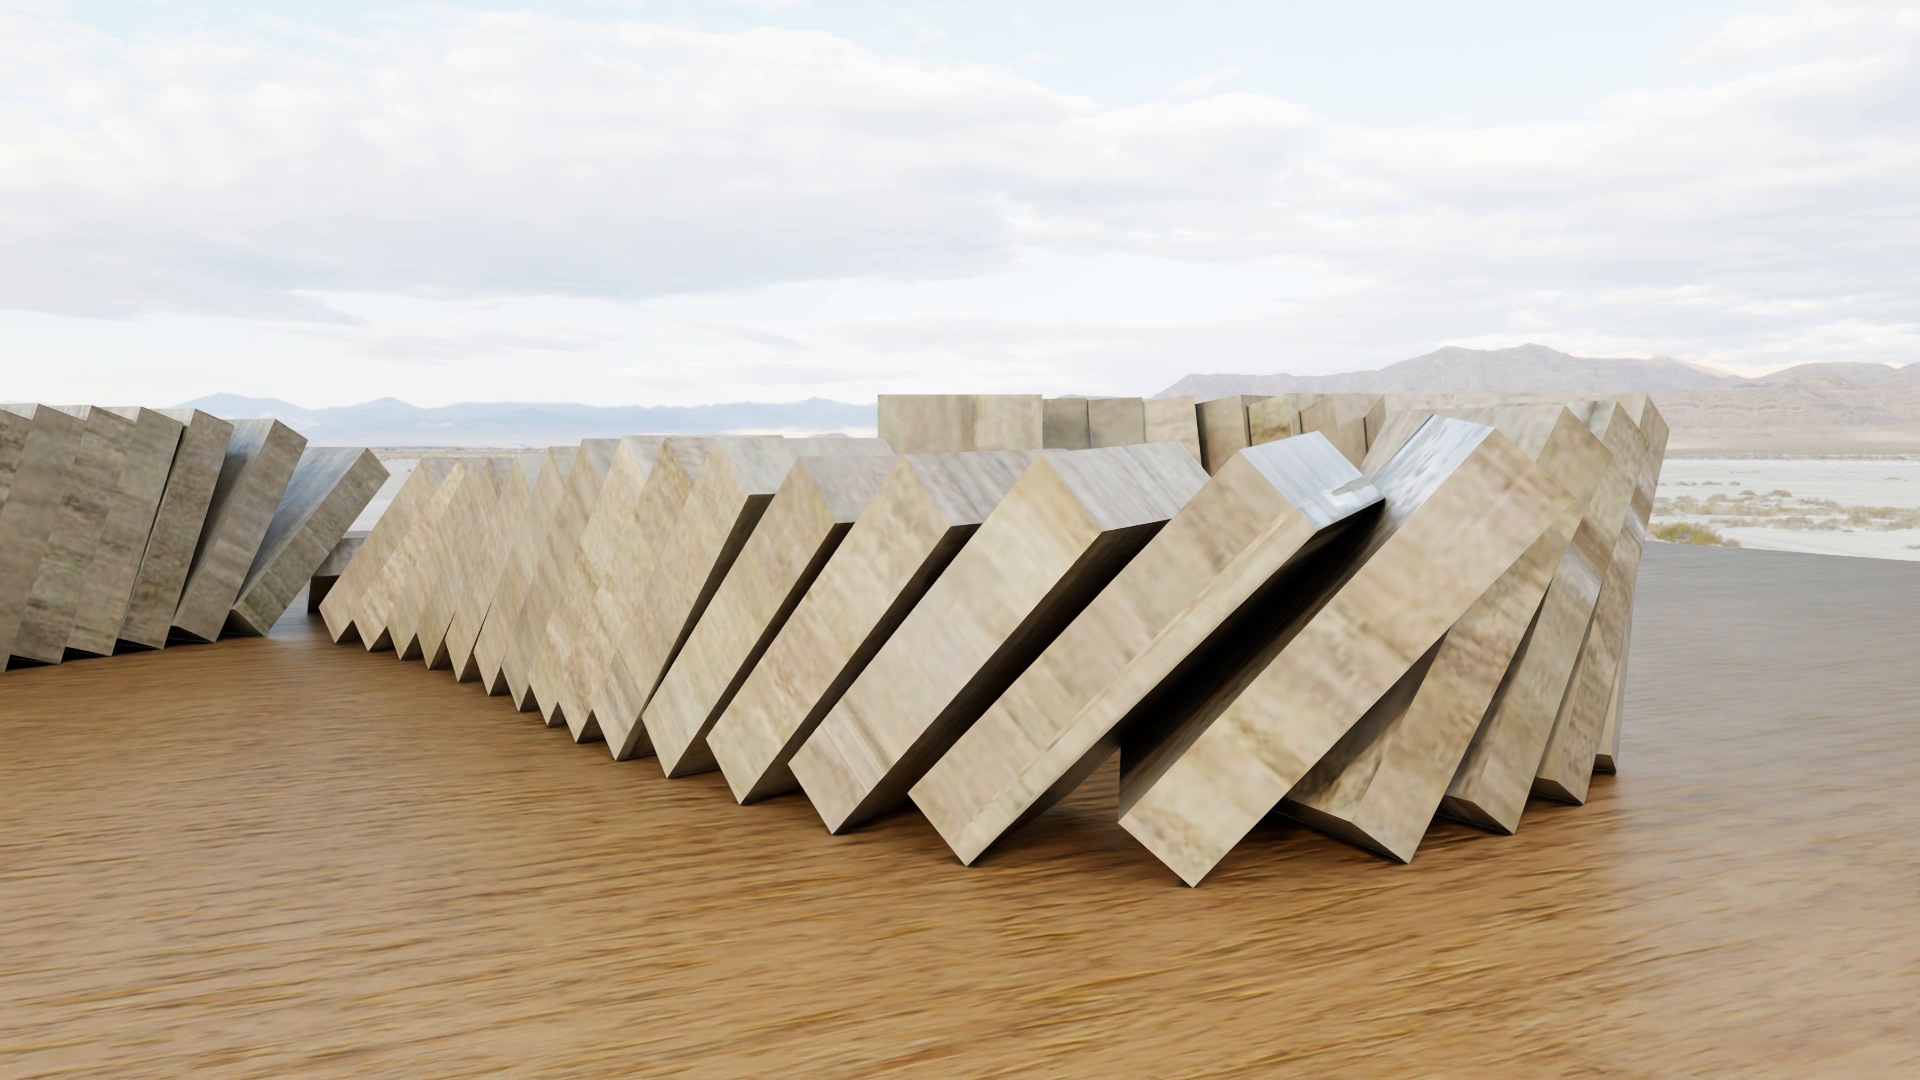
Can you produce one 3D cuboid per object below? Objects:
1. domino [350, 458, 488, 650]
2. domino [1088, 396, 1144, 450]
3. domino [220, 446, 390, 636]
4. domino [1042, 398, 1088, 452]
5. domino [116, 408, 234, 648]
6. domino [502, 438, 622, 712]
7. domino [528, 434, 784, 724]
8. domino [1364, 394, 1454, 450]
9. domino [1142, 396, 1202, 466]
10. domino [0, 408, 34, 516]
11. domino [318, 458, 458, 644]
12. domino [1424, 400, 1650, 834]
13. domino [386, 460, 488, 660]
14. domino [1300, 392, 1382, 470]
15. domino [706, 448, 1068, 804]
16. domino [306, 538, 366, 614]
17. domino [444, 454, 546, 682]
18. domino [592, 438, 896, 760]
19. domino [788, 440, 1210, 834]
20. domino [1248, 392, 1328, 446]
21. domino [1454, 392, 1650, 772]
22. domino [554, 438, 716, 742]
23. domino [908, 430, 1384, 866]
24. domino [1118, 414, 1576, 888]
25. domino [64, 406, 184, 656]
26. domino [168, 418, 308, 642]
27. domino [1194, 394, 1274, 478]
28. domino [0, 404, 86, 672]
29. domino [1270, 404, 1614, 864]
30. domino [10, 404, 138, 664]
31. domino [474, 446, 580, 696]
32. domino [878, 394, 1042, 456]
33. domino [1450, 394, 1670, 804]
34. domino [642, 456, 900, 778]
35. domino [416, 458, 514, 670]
[{"bbox_3d":[-0.101,0.003,0.262,0.050,0.009,0.025,-44,-21,28],"label":"domino"},{"bbox_3d":[0.026,0.000,0.232,0.010,0.050,0.025,-4,5,-10],"label":"domino"},{"bbox_3d":[-0.159,-0.001,0.301,0.025,0.010,0.050,2,49,24],"label":"domino"},{"bbox_3d":[0.012,0.000,0.228,0.009,0.050,0.025,-5,6,-31],"label":"domino"},{"bbox_3d":[-0.175,-0.003,0.274,0.025,0.050,0.009,2,-17,24],"label":"domino"},{"bbox_3d":[-0.052,0.006,0.200,0.025,0.050,0.010,-4,48,-40],"label":"domino"},{"bbox_3d":[-0.044,0.006,0.189,0.025,0.050,0.010,-4,49,-41],"label":"domino"},{"bbox_3d":[0.077,0.003,0.192,0.025,0.050,0.010,0,-17,0],"label":"domino"},{"bbox_3d":[0.040,0.000,0.234,0.010,0.050,0.025,-6,3,10],"label":"domino"},{"bbox_3d":[-0.191,0.000,0.236,0.025,0.050,0.010,2,-16,24],"label":"domino"},{"bbox_3d":[-0.112,0.002,0.272,0.050,0.009,0.025,-44,-21,28],"label":"domino"},{"bbox_3d":[0.061,0.007,0.154,0.010,0.050,0.025,35,-17,-32],"label":"domino"},{"bbox_3d":[-0.090,0.004,0.250,0.025,0.010,0.050,-5,-34,-47],"label":"domino"},{"bbox_3d":[0.072,0.002,0.206,0.025,0.050,0.009,-1,-13,-17],"label":"domino"},{"bbox_3d":[-0.007,0.010,0.148,0.025,0.010,0.050,-6,-37,-45],"label":"domino"},{"bbox_3d":[-0.138,0.008,0.326,0.050,0.010,0.025,-2,-22,-30],"label":"domino"},{"bbox_3d":[-0.070,0.005,0.224,0.025,0.010,0.050,-4,-37,-40],"label":"domino"},{"bbox_3d":[-0.028,0.008,0.169,0.025,0.050,0.010,-4,48,-42],"label":"domino"},{"bbox_3d":[0.005,0.011,0.138,0.025,0.010,0.050,-10,-34,-50],"label":"domino"},{"bbox_3d":[0.065,0.001,0.219,0.025,0.050,0.009,-2,-7,-29],"label":"domino"},{"bbox_3d":[0.078,0.004,0.176,0.025,0.050,0.010,4,-19,32],"label":"domino"},{"bbox_3d":[-0.036,0.007,0.179,0.025,0.050,0.010,-4,48,-42],"label":"domino"},{"bbox_3d":[0.019,0.011,0.130,0.010,0.050,0.025,49,28,15],"label":"domino"},{"bbox_3d":[0.036,0.010,0.130,0.010,0.050,0.025,41,11,0],"label":"domino"},{"bbox_3d":[-0.180,-0.002,0.265,0.025,0.050,0.010,2,-16,24],"label":"domino"},{"bbox_3d":[-0.168,-0.003,0.286,0.025,0.050,0.010,2,-25,24],"label":"domino"},{"bbox_3d":[0.056,0.000,0.230,0.025,0.050,0.010,-4,-3,-45],"label":"domino"},{"bbox_3d":[-0.188,-0.001,0.246,0.025,0.050,0.010,2,-16,24],"label":"domino"},{"bbox_3d":[0.049,0.008,0.144,0.010,0.050,0.025,36,-12,-24],"label":"domino"},{"bbox_3d":[-0.184,-0.002,0.255,0.025,0.050,0.009,2,-16,24],"label":"domino"},{"bbox_3d":[-0.061,0.006,0.212,0.025,0.050,0.010,-4,51,-40],"label":"domino"},{"bbox_3d":[0.000,0.002,0.201,0.025,0.050,0.009,0,4,0],"label":"domino"},{"bbox_3d":[0.071,0.006,0.164,0.025,0.050,0.010,5,-21,47],"label":"domino"},{"bbox_3d":[-0.018,0.010,0.159,0.025,0.010,0.050,-4,-37,-42],"label":"domino"},{"bbox_3d":[-0.080,0.005,0.237,0.025,0.010,0.050,-4,-35,-42],"label":"domino"}]
